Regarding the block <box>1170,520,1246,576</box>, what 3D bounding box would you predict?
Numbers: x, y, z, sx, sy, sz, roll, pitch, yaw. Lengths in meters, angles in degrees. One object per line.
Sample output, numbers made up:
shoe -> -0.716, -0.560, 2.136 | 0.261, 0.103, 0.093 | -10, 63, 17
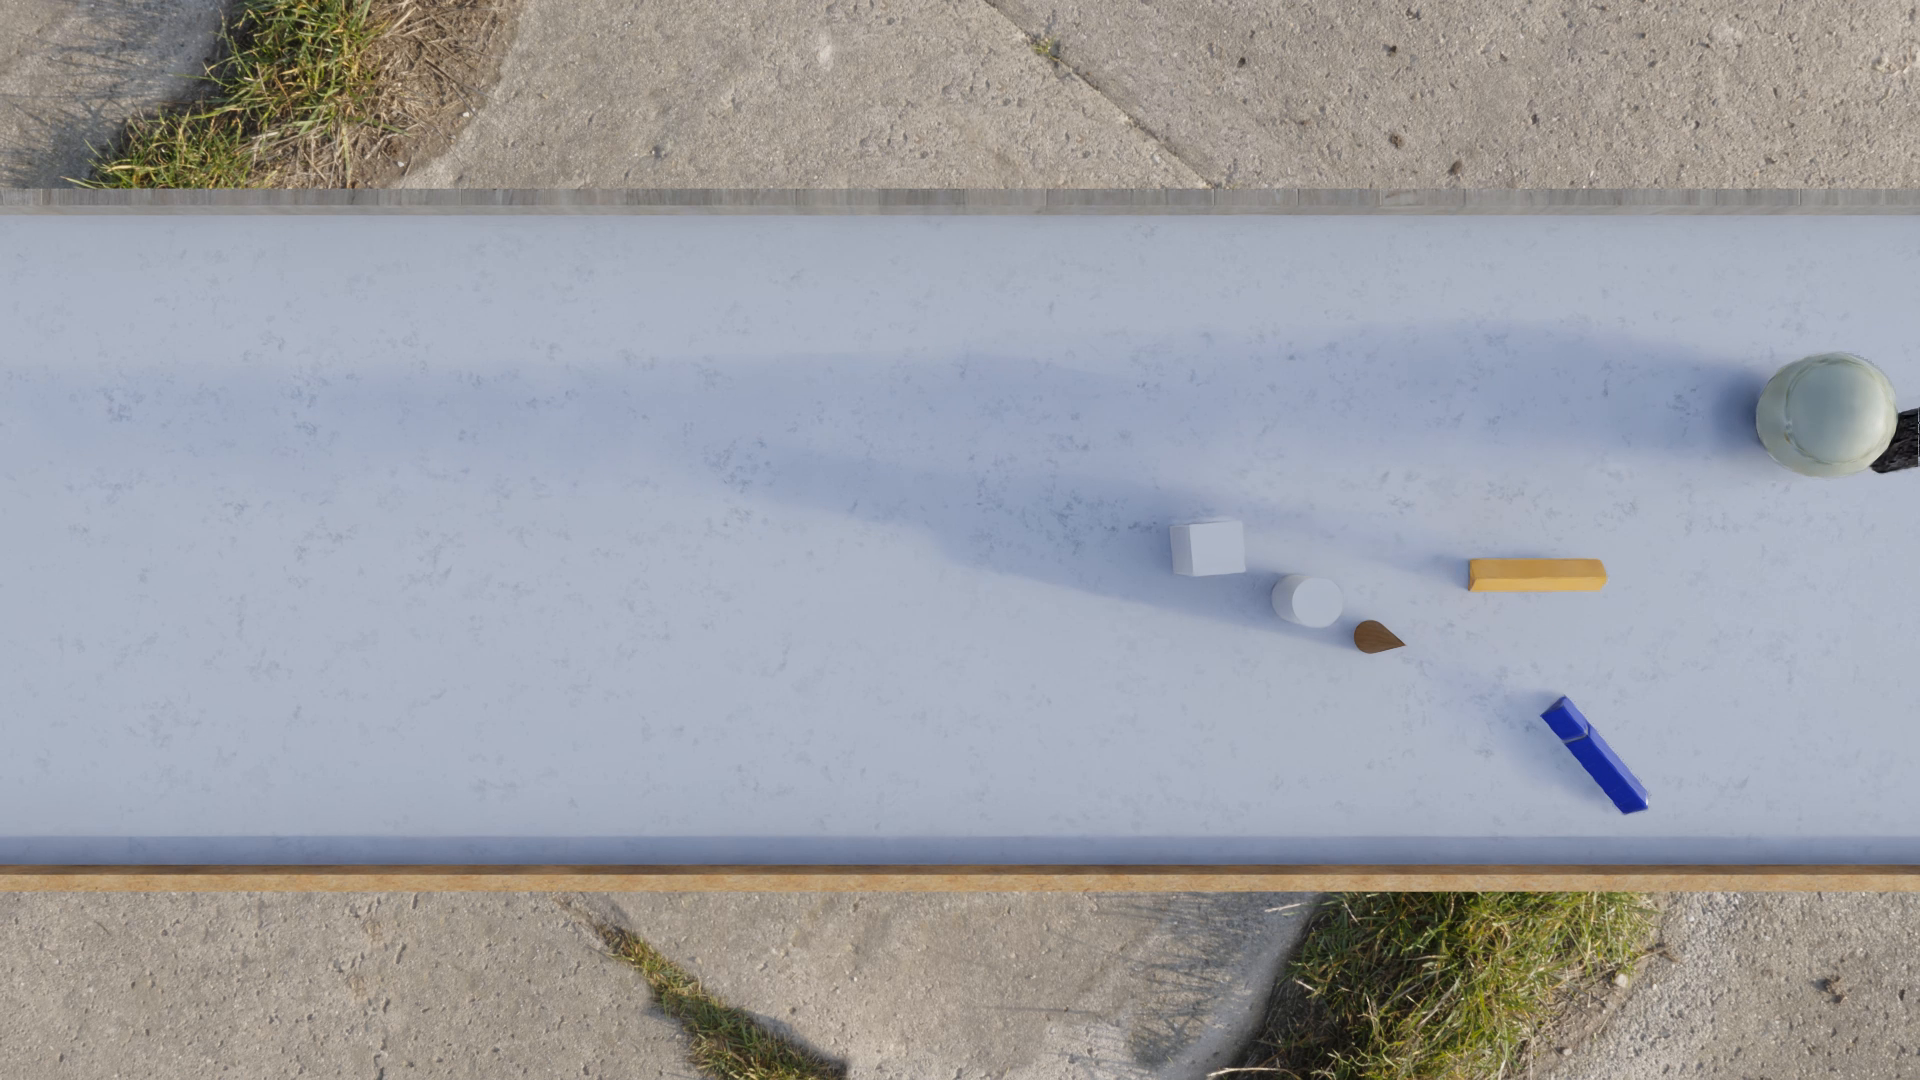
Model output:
block -> 0.723, 0.023, 4.856 | 0.146, 0.441, 0.146 | -5, 90, 0

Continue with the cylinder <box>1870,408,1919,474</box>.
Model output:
cylinder -> 2.896, -0.318, 4.877 | 0.170, 0.372, 0.170 | 9, 74, -34

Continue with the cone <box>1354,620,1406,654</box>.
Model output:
cone -> 1.265, 0.298, 4.873 | 0.104, 0.408, 0.104 | 0, 90, 0

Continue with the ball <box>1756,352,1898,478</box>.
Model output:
ball -> 2.567, -0.368, 4.889 | 0.374, 0.374, 0.374 | 0, 90, 0

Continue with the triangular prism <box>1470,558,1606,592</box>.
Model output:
triangular prism -> 1.753, 0.112, 5.007 | 0.386, 0.086, 0.099 | -1, 97, 6

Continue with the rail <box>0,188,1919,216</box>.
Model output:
rail -> -2.247, -1.025, 5.002 | 12.000, 0.150, 0.050 | 0, 90, 0

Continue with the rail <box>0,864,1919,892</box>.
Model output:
rail -> -2.247, 1.025, 5.001 | 12.000, 0.150, 0.050 | 0, 90, 0

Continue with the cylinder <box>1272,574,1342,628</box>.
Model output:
cylinder -> 1.032, 0.180, 4.918 | 0.147, 0.318, 0.147 | 0, 90, 0
